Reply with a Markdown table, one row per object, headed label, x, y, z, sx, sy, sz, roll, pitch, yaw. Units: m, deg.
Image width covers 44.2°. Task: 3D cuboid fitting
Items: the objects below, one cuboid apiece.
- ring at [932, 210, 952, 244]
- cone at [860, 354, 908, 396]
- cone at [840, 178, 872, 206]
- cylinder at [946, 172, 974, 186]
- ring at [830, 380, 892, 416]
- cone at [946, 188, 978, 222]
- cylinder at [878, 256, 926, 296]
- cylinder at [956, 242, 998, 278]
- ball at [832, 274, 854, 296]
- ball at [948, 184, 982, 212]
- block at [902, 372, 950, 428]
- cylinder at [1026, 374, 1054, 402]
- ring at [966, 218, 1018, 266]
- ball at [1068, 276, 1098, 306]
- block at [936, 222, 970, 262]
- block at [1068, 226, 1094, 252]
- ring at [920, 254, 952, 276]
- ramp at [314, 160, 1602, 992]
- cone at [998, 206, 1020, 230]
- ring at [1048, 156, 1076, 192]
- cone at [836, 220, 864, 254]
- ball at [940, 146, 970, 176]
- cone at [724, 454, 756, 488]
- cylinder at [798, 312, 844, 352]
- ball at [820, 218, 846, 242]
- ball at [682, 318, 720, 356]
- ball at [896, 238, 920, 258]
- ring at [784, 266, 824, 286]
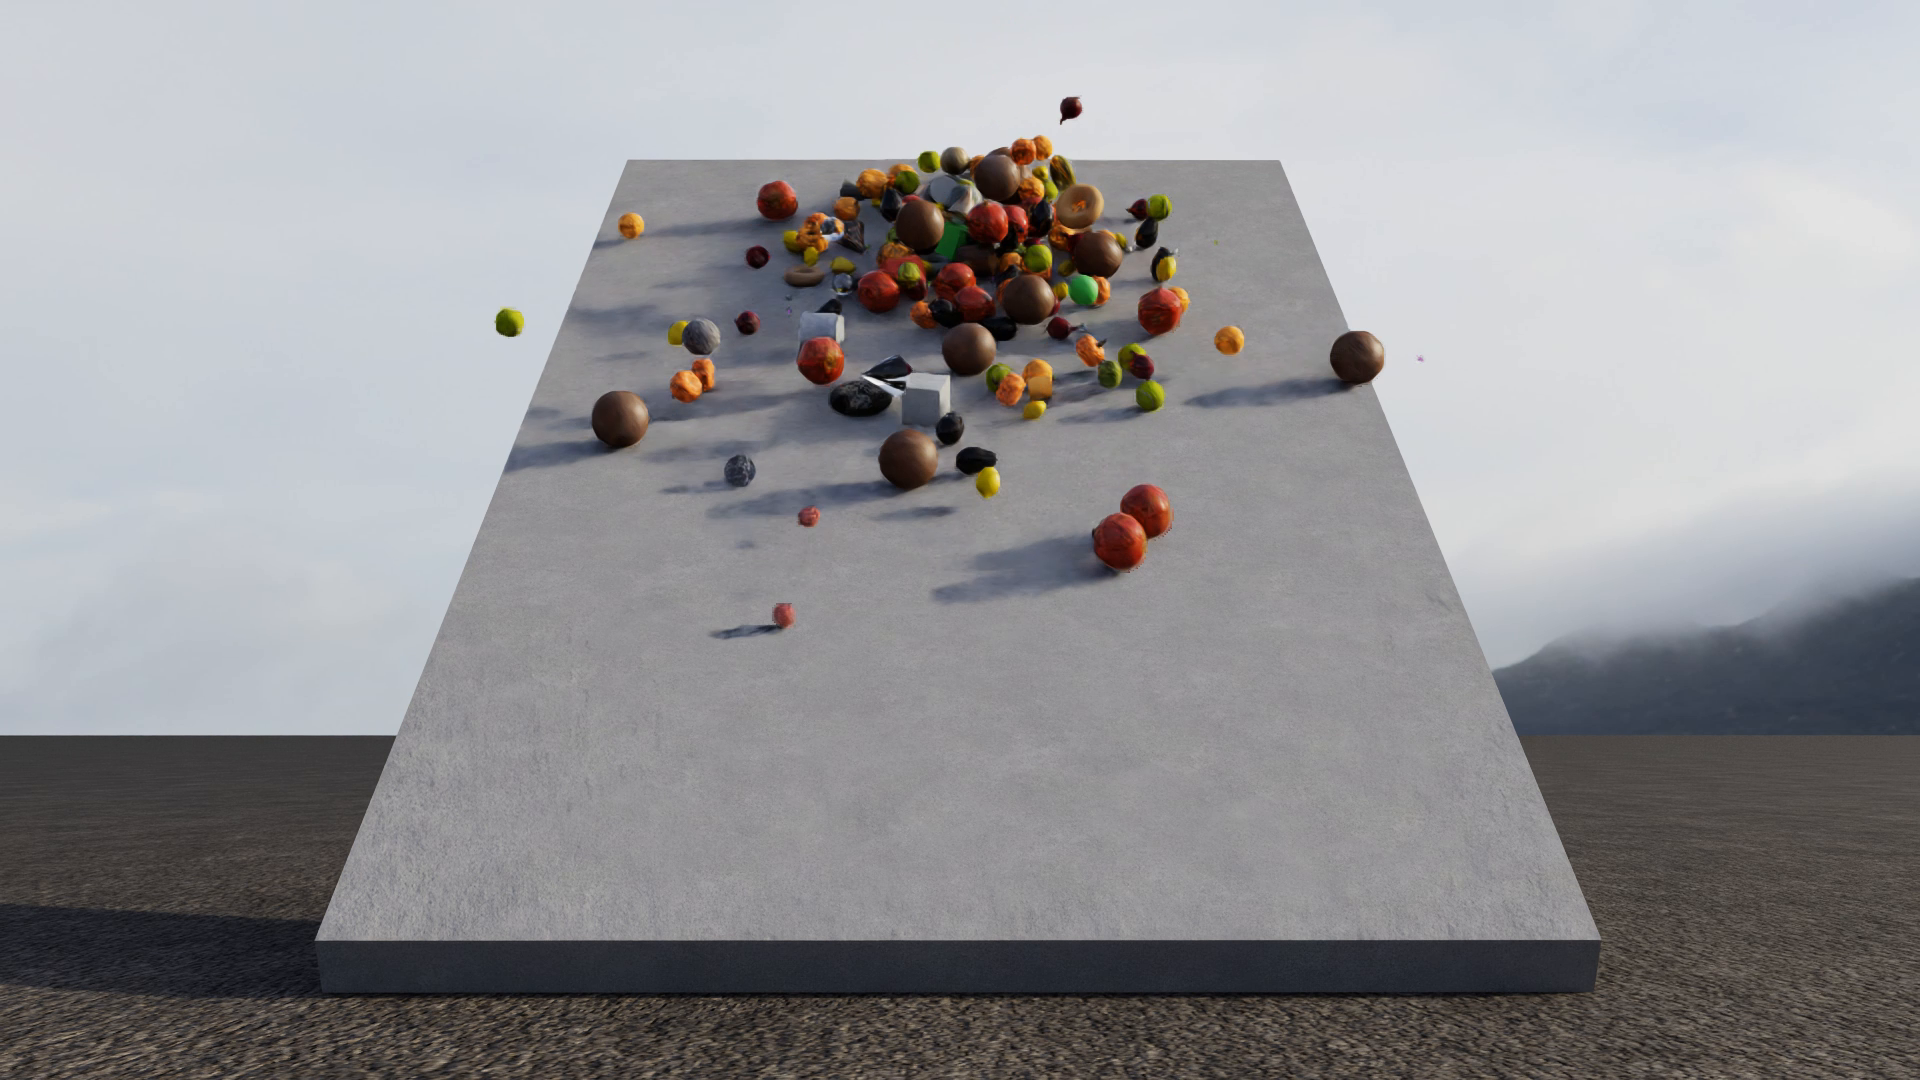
| label | x | y | z | sx | sy | sz | roll | pitch | yaw |
| --- | --- | --- | --- | --- | --- | --- | --- | --- | --- |
| ring | -0.049 | -0.864 | 6.540 | 0.033 | 0.098 | 0.098 | 23 | -2 | 7 |
| cone | -0.185 | -0.373 | 5.356 | 0.097 | 0.097 | 0.097 | -2 | -2 | -35 |
| cone | -0.294 | -0.996 | 6.822 | 0.083 | 0.083 | 0.083 | 12 | -2 | 11 |
| cylinder | -0.008 | -1.027 | 6.882 | 0.077 | 0.077 | 0.077 | -8 | -2 | -18 |
| ring | -0.232 | -0.332 | 5.526 | 0.147 | 0.049 | 0.147 | -1 | 26 | 0 |
| cone | 0.017 | -0.914 | 6.378 | 0.087 | 0.087 | 0.087 | 16 | -3 | 1 |
| cylinder | -0.151 | -0.694 | 6.203 | 0.093 | 0.093 | 0.093 | -14 | 2 | -25 |
| cylinder | 0.045 | -0.740 | 6.263 | 0.088 | 0.088 | 0.088 | -5 | -6 | 18 |
| ball | -0.305 | -0.668 | 6.188 | 0.059 | 0.059 | 0.059 | 0 | -5 | 0 |
| ball | 0.015 | -0.939 | 6.541 | 0.091 | 0.091 | 0.091 | 0 | -5 | 0 |
| block | -0.080 | -0.324 | 5.464 | 0.092 | 0.092 | 0.092 | 6 | 27 | 12 |
| cylinder | 0.188 | -0.358 | 5.565 | 0.052 | 0.052 | 0.052 | -15 | -3 | -5 |
| ring | 0.085 | -0.796 | 6.326 | 0.143 | 0.143 | 0.048 | 0 | 39 | 4 |
| ball | 0.314 | -0.633 | 5.996 | 0.077 | 0.077 | 0.077 | 0 | -5 | 0 |
| block | 0.004 | -0.801 | 6.392 | 0.087 | 0.087 | 0.087 | 9 | 18 | -34 |
| block | 0.331 | -0.836 | 6.501 | 0.055 | 0.055 | 0.055 | -12 | -36 | -9 |
| ring | -0.074 | -0.740 | 6.359 | 0.104 | 0.035 | 0.104 | 0 | 28 | 0 |
| ramp | -0.010 | -0.228 | 5.485 | 2.000 | 0.100 | 4.000 | 0 | 27 | 0 |
| cone | 0.122 | -0.909 | 6.688 | 0.070 | 0.070 | 0.070 | 2 | 4 | -28 |
| ring | 0.294 | -1.053 | 6.811 | 0.039 | 0.117 | 0.117 | -24 | 2 | -16 |
| cone | -0.283 | -0.813 | 6.497 | 0.092 | 0.092 | 0.092 | -24 | -30 | -15 |
| ball | -0.015 | -1.075 | 6.707 | 0.084 | 0.084 | 0.084 | 0 | -5 | 0 |
| cone | -0.471 | -0.149 | 5.179 | 0.071 | 0.071 | 0.071 | -1 | -1 | 13 |
| cylinder | -0.342 | -0.514 | 5.837 | 0.093 | 0.093 | 0.093 | 5 | -4 | 9 |
| ball | -0.341 | -0.833 | 6.342 | 0.066 | 0.066 | 0.066 | 0 | -5 | 0 |
| ball | -0.608 | -0.477 | 5.553 | 0.088 | 0.088 | 0.088 | 0 | -5 | 0 |
| ball | -0.140 | -0.775 | 6.339 | 0.067 | 0.067 | 0.067 | 0 | -5 | 0 |
| ring | -0.416 | -0.701 | 6.281 | 0.106 | 0.035 | 0.106 | 1 | 26 | -1 |
